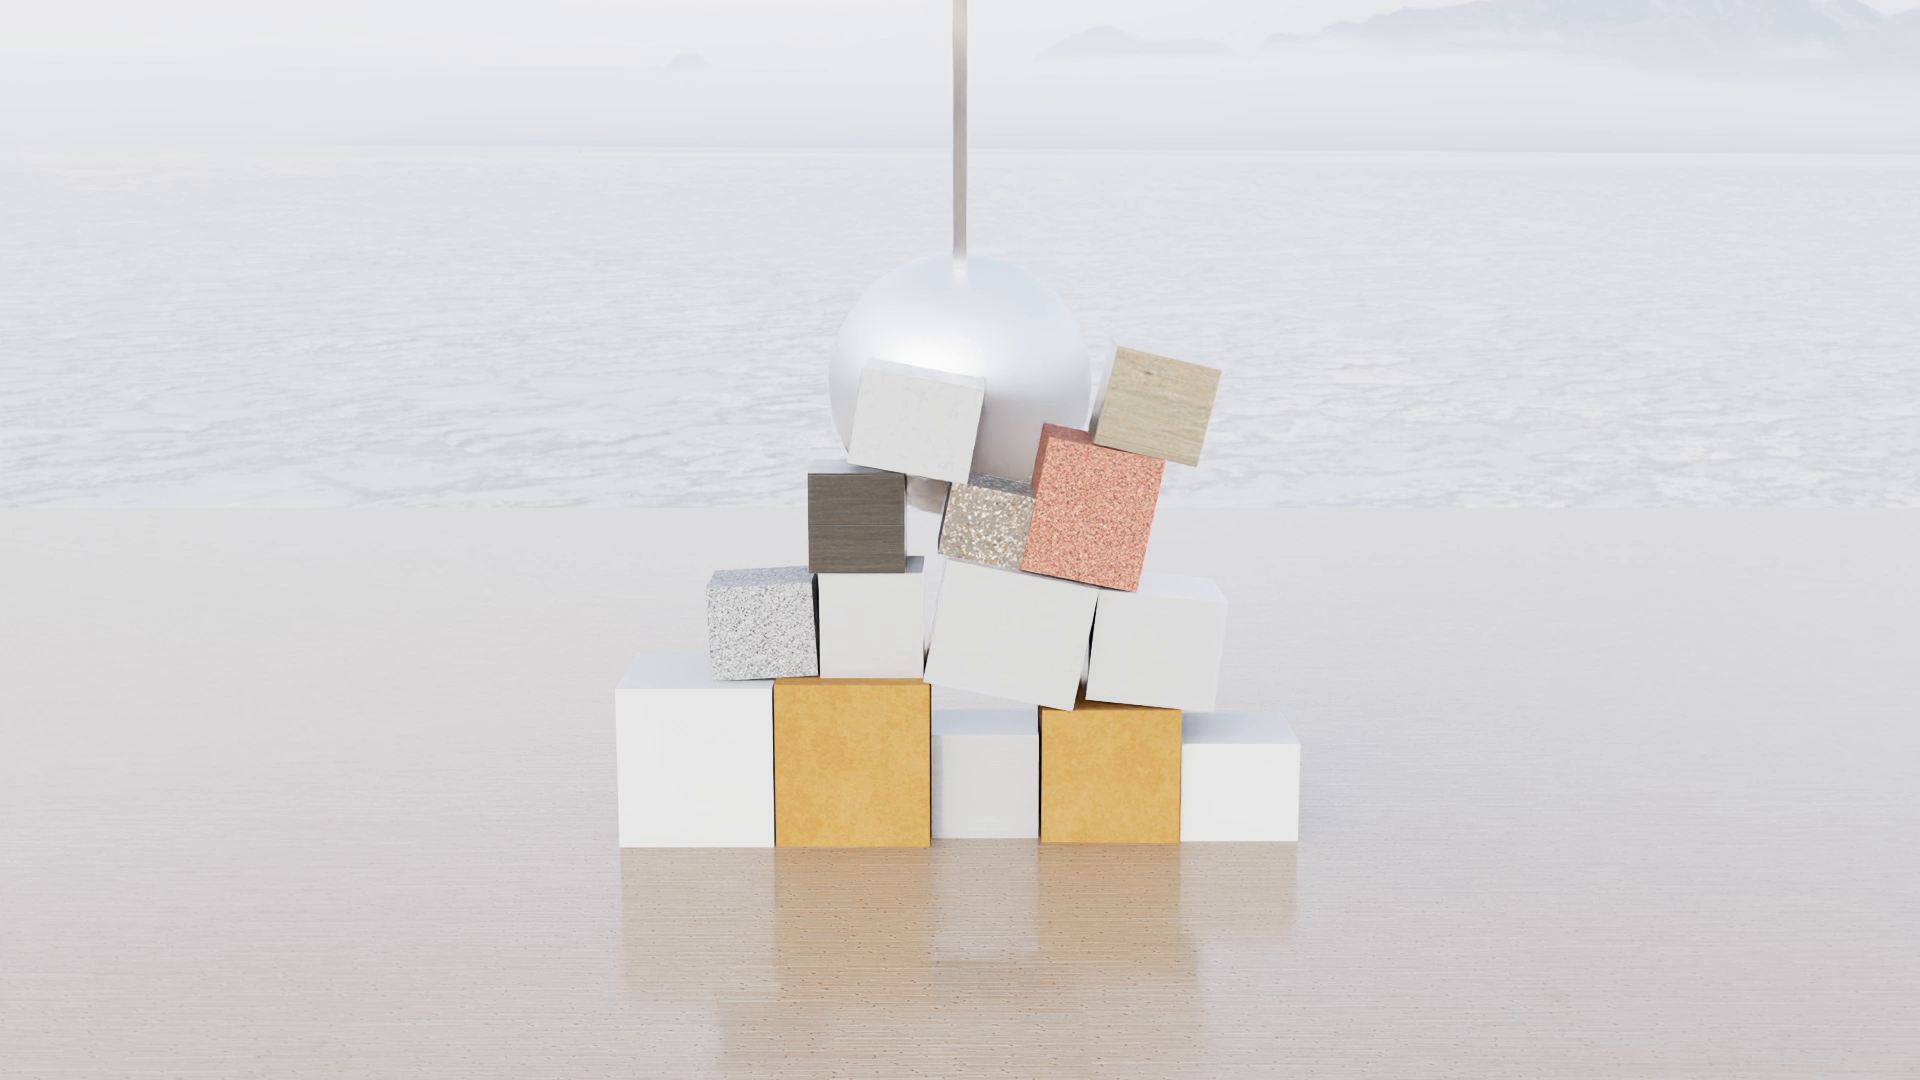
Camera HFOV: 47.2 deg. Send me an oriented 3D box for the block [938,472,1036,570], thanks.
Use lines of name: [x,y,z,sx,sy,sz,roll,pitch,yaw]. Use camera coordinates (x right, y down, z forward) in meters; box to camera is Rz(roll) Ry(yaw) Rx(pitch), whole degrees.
block: [0.130,-0.109,11.141,0.420,0.370,0.440,11,10,-3]

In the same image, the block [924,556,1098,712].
block: [0.252,0.415,11.259,0.761,0.632,0.701,11,10,-2]

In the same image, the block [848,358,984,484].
block: [-0.217,-0.606,11.084,0.603,0.478,0.539,10,10,-1]

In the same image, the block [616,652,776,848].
block: [-1.324,1.072,11.384,0.778,0.818,0.800,0,10,0]

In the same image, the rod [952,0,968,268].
rod: [0.000,-3.800,11.500,0.080,5.200,0.080,0,33,0]

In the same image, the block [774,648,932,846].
block: [-0.538,1.061,11.387,0.773,0.838,0.793,0,10,0]

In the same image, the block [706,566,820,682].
block: [-0.994,0.420,11.261,0.532,0.477,0.470,-3,10,1]

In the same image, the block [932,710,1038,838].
block: [0.128,1.207,11.408,0.540,0.544,0.506,0,10,0]

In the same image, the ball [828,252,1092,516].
ball: [0.000,-0.942,13.342,1.600,1.600,1.600,0,10,0]

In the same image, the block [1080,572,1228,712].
block: [0.979,0.500,11.279,0.646,0.562,0.636,6,10,-1]

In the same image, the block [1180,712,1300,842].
block: [1.414,1.222,11.419,0.598,0.509,0.618,0,10,0]

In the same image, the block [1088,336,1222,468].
block: [0.971,-0.699,11.057,0.524,0.493,0.531,13,10,-2]

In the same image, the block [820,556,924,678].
block: [-0.443,0.388,11.241,0.518,0.539,0.460,0,10,0]

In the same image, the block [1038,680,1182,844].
block: [0.760,1.135,11.388,0.696,0.692,0.660,0,10,0]

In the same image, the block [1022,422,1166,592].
block: [0.655,-0.174,11.165,0.587,0.677,0.585,11,10,-3]

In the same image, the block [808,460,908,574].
block: [-0.514,-0.125,11.150,0.478,0.504,0.489,0,10,0]
